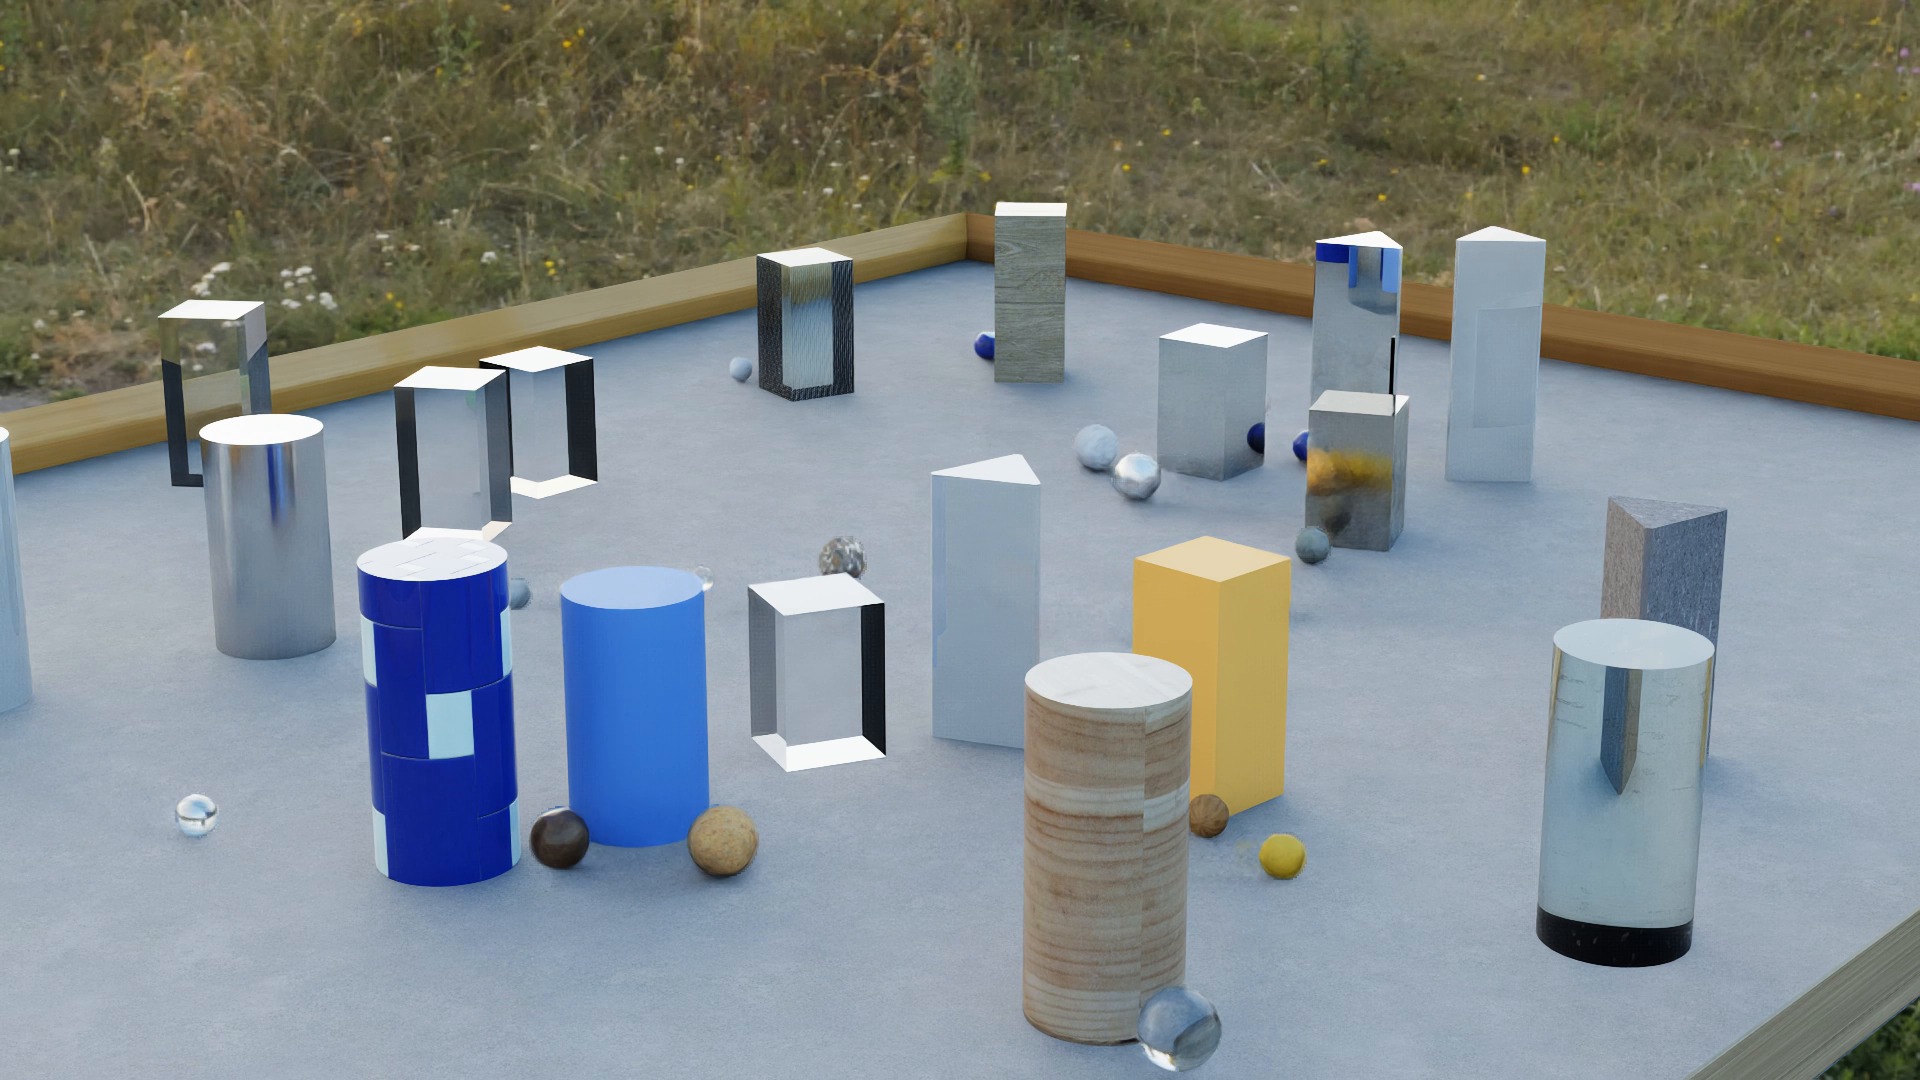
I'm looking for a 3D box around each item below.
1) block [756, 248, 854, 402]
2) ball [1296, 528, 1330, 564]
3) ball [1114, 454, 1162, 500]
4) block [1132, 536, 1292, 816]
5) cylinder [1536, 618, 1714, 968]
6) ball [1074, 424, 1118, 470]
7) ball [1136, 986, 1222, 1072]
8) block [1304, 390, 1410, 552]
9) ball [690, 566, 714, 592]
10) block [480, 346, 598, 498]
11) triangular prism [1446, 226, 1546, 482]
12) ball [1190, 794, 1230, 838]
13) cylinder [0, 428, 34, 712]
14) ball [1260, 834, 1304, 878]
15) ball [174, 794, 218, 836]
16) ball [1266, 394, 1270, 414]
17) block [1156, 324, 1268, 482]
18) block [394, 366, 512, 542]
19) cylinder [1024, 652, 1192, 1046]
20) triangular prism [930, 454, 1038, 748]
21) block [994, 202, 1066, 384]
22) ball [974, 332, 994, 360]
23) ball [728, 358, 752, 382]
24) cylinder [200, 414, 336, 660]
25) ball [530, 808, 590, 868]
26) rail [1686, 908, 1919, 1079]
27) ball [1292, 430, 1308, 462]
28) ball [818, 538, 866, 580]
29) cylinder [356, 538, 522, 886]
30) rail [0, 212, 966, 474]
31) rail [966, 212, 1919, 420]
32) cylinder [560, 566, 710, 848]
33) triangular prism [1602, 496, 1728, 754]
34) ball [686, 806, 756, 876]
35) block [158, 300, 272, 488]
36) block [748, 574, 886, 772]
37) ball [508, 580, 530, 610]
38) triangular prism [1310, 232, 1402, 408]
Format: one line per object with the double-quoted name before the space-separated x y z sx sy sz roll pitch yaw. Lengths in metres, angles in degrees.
"block" -0.343 -0.481 6.521 0.157 0.303 0.157 -10 19 -30
"ball" 0.638 0.011 5.305 0.063 0.063 0.063 0 17 0
"ball" 0.345 -0.123 5.697 0.093 0.093 0.093 0 17 0
"block" 0.356 0.196 4.183 0.157 0.356 0.157 16 23 42
"cylinder" 0.839 0.318 3.710 0.197 0.396 0.197 0 17 0
"ball" 0.274 -0.188 5.915 0.091 0.091 0.091 0 17 0
"ball" 0.254 0.567 3.400 0.098 0.098 0.098 0 17 0
"block" 0.736 -0.129 5.434 0.157 0.257 0.157 5 18 17
"ball" -0.454 0.069 5.146 0.044 0.044 0.044 0 17 0
"block" -0.831 -0.234 5.787 0.157 0.253 0.157 14 22 38
"triangular prism" 1.058 -0.372 5.845 0.170 0.485 0.147 1 17 3
"ball" 0.343 0.383 4.075 0.061 0.061 0.061 0 17 0
"cylinder" -1.564 0.047 4.564 0.197 0.423 0.197 0 17 0
"ball" 0.433 0.425 3.938 0.060 0.060 0.060 0 17 0
"ball" -1.062 0.383 4.079 0.058 0.058 0.058 0 17 0
"ball" 0.619 -0.290 6.267 0.084 0.084 0.084 0 17 0
"block" 0.507 -0.279 5.901 0.157 0.274 0.157 12 21 35
"block" -0.941 -0.157 5.459 0.157 0.296 0.157 3 17 11
"cylinder" 0.174 0.367 3.498 0.197 0.425 0.197 0 17 0
"triangular prism" 0.062 0.088 4.442 0.170 0.414 0.147 6 18 20
"block" 0.160 -0.561 6.651 0.157 0.382 0.157 1 17 3
"ball" 0.064 -0.455 6.848 0.065 0.065 0.065 0 17 0
"ball" -0.497 -0.387 6.641 0.054 0.054 0.054 0 17 0
"cylinder" -1.140 -0.006 4.839 0.197 0.365 0.197 0 17 0
"ball" -0.542 0.404 3.970 0.081 0.081 0.081 0 17 0
"rail" 1.452 0.396 3.913 0.045 0.128 4.527 14 22 39
"ball" 0.710 -0.193 5.980 0.063 0.063 0.063 0 17 0
"ball" -0.209 0.036 5.188 0.082 0.082 0.082 0 17 0
"cylinder" -0.699 0.230 3.947 0.197 0.429 0.197 0 17 0
"rail" -1.452 -0.332 6.327 0.045 0.128 4.527 14 22 39
"rail" 1.469 -0.456 6.739 3.893 0.128 0.045 14 22 39
"cylinder" -0.451 0.230 4.088 0.197 0.346 0.197 0 17 0
"triangular prism" 1.007 0.135 4.340 0.170 0.383 0.147 -12 21 -35
"ball" -0.320 0.405 3.946 0.094 0.094 0.094 0 17 0
"block" -1.473 -0.290 5.819 0.157 0.342 0.157 2 17 7
"block" -0.214 0.196 4.382 0.157 0.242 0.157 -7 18 -22
"ball" -0.766 0.094 5.049 0.052 0.052 0.052 0 17 0
"triangular prism" 0.796 -0.355 5.782 0.170 0.488 0.147 7 18 22
